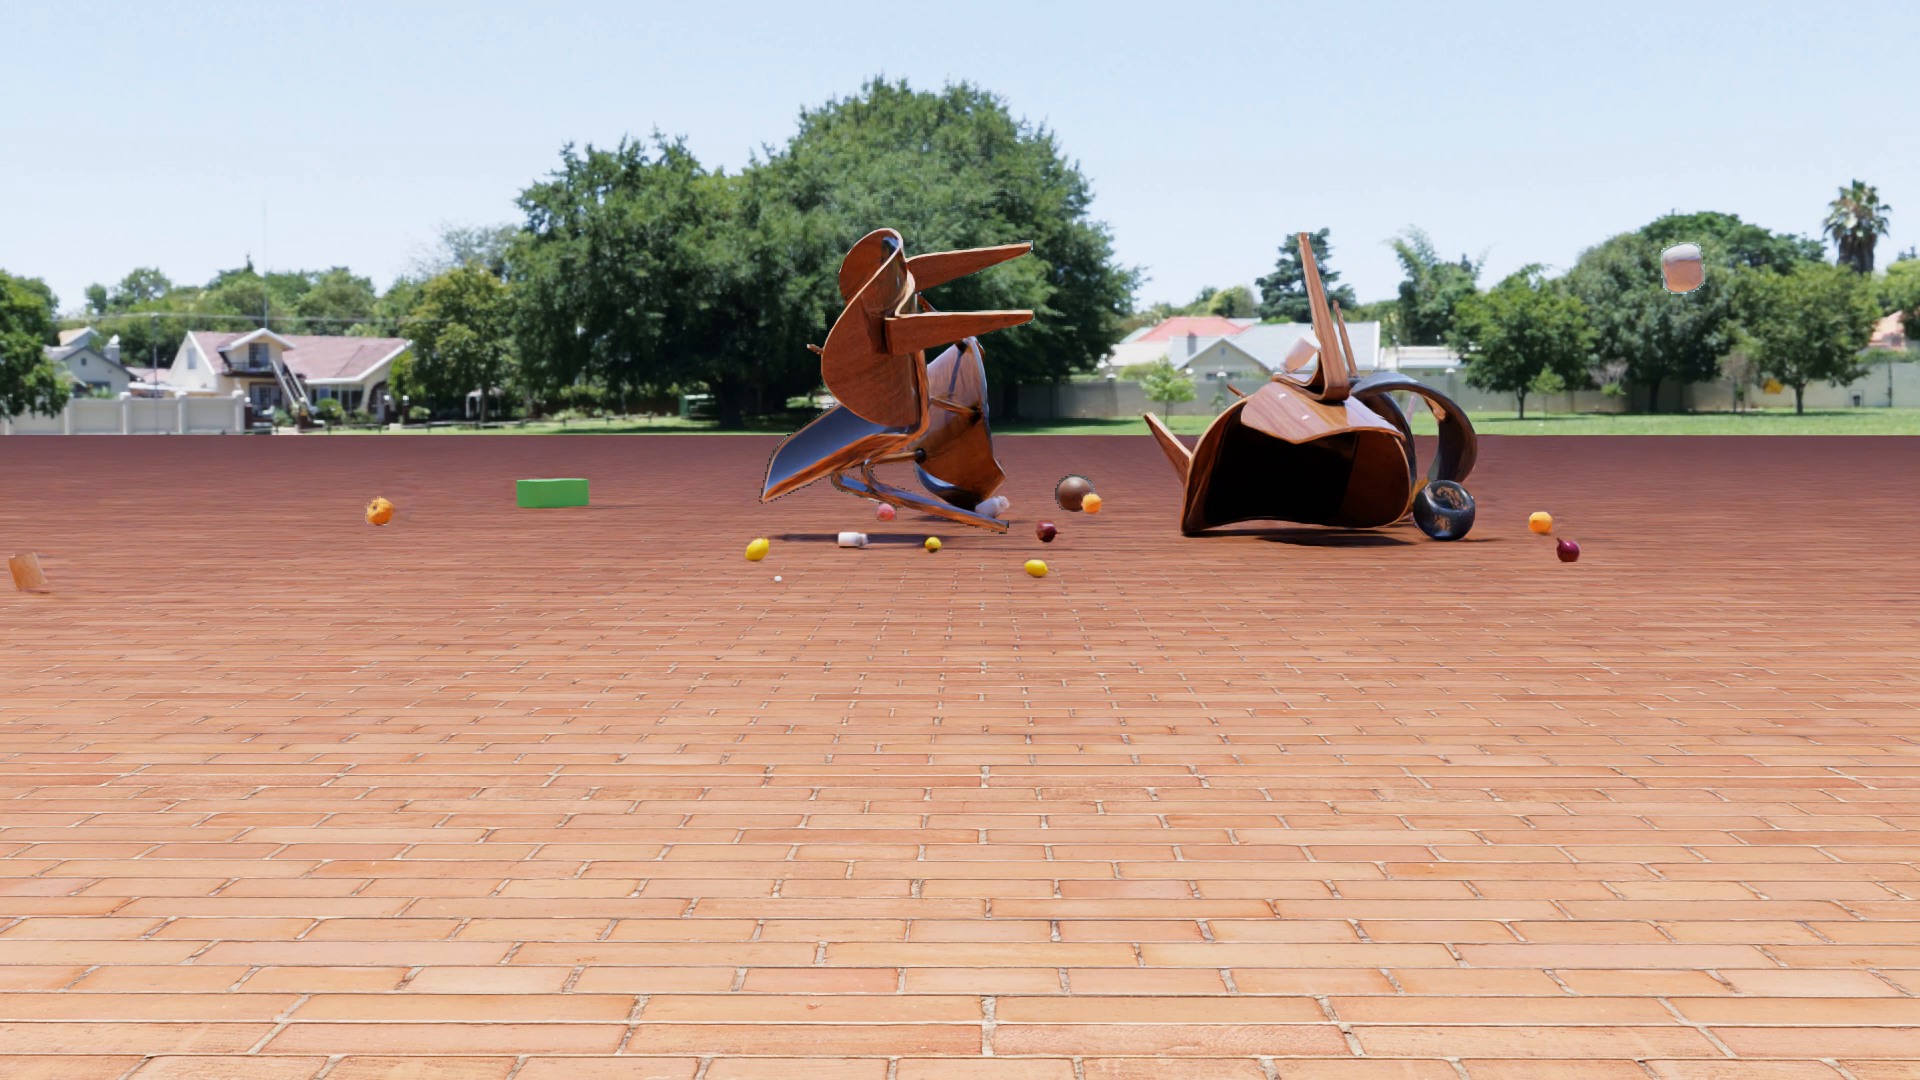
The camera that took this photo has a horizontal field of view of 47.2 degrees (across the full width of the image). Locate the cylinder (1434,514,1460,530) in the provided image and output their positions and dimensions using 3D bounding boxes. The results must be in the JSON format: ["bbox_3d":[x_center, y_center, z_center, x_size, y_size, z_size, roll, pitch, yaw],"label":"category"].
[{"bbox_3d":[1.549,-0.057,6.993,0.073,0.058,0.034,4,-28,47],"label":"cylinder"}]

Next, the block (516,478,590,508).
[{"bbox_3d":[-1.553,-0.178,8.395,0.121,0.102,0.249,4,5,42],"label":"block"}]

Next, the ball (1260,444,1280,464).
[{"bbox_3d":[0.988,-0.272,7.007,0.064,0.064,0.064,0,4,0],"label":"ball"}]

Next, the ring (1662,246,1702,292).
[{"bbox_3d":[1.544,-0.581,4.701,0.074,0.083,0.121,-10,-34,14],"label":"ring"}]

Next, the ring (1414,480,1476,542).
[{"bbox_3d":[1.437,-0.087,6.521,0.183,0.105,0.212,11,40,1],"label":"ring"}]

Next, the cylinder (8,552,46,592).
[{"bbox_3d":[-2.070,0.070,4.877,0.061,0.075,0.047,-21,8,-33],"label":"cylinder"}]
